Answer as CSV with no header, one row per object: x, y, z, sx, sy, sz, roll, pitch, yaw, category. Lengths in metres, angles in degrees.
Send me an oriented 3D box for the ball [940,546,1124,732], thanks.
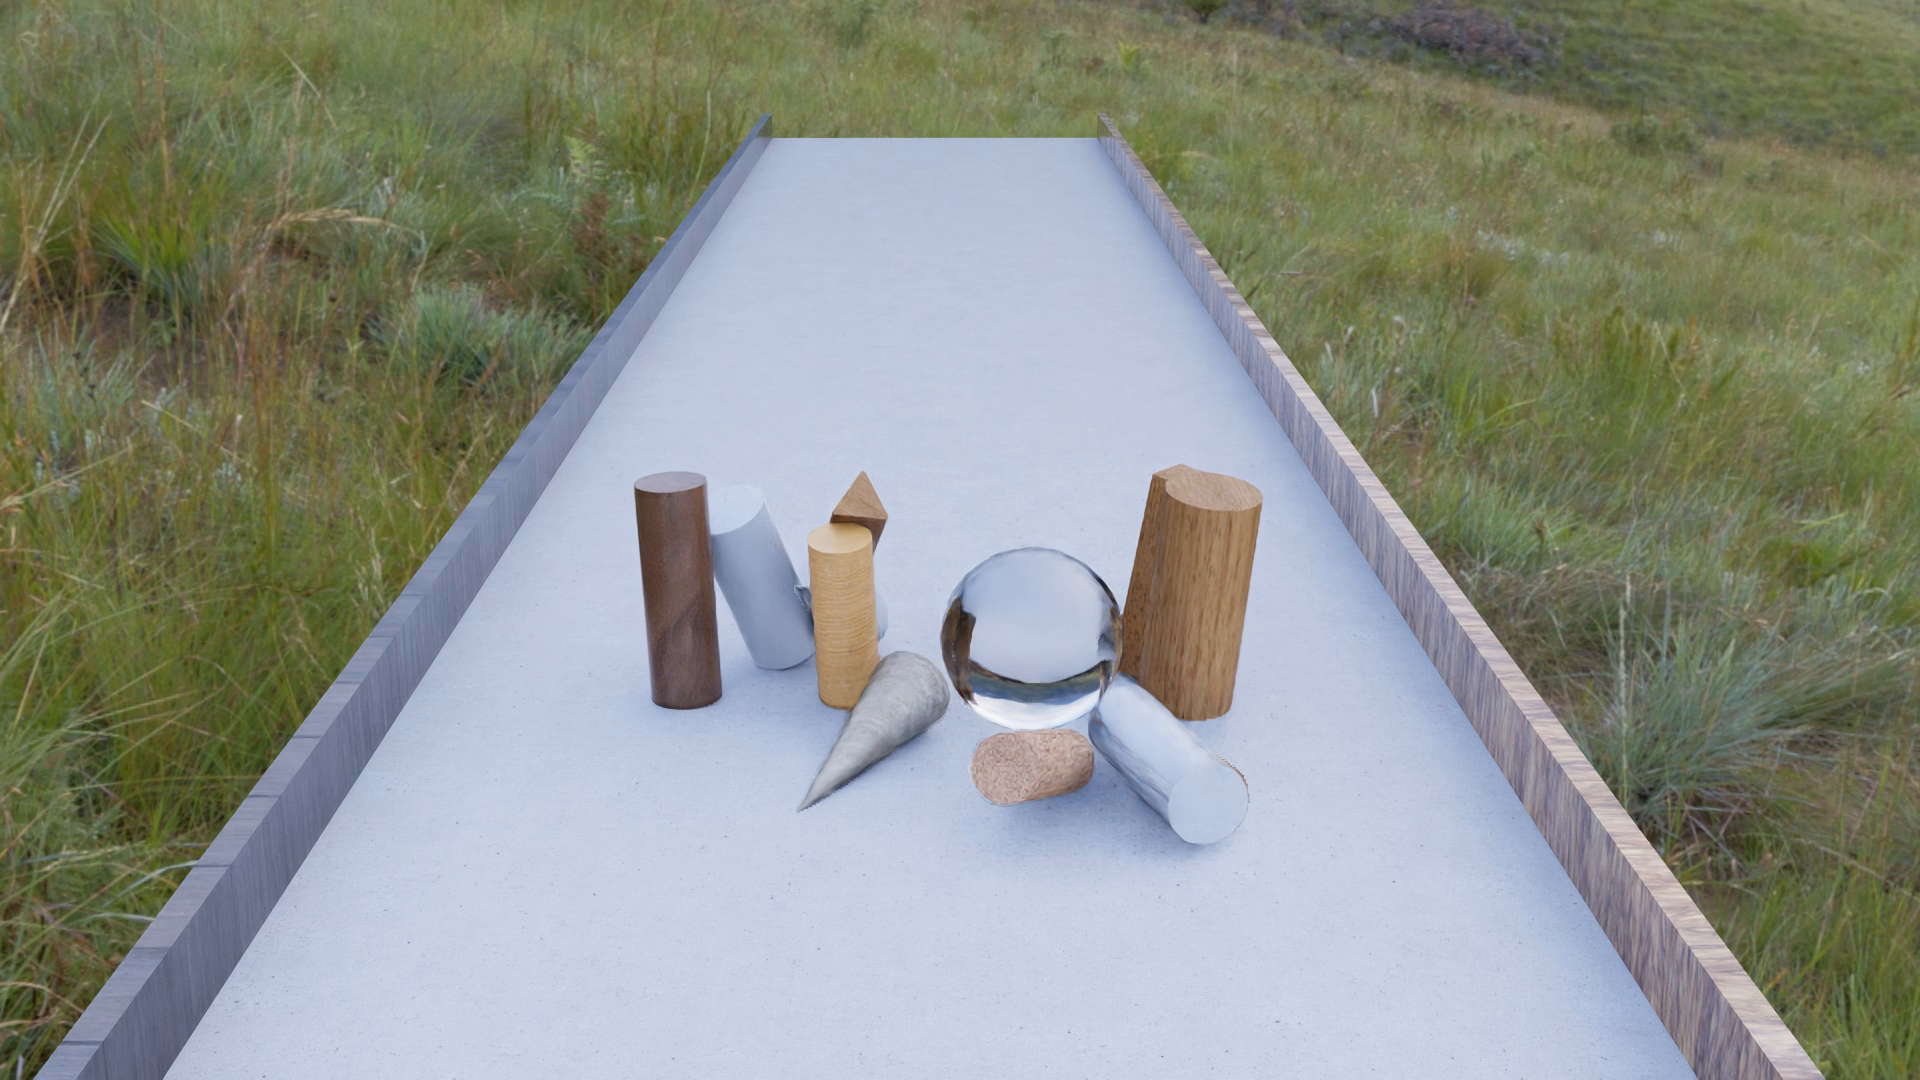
0.123,0.169,3.751,0.315,0.315,0.315,0,17,0,ball

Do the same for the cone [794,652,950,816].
-0.183,0.367,3.859,0.154,0.154,0.455,8,28,24,cone

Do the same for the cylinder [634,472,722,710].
-0.530,0.095,4.145,0.135,0.429,0.135,-2,18,1,cylinder

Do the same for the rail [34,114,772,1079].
-1.118,-0.838,7.780,0.050,0.150,12.000,0,17,-1,rail

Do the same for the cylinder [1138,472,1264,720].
0.444,0.105,4.086,0.179,0.426,0.179,4,24,-2,cylinder

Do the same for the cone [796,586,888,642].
-0.257,0.123,4.254,0.137,0.137,0.452,4,-8,12,cone

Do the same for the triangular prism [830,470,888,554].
-0.214,-0.022,4.273,0.101,0.087,0.447,5,-18,-7,triangular prism

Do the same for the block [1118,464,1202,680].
0.405,0.070,4.247,0.108,0.410,0.108,23,25,30,block

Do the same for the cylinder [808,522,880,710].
-0.215,0.144,4.114,0.119,0.340,0.119,-2,29,1,cylinder

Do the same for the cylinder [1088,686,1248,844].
0.342,0.370,3.681,0.136,0.136,0.374,-5,17,-16,cylinder

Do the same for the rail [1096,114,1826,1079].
0.932,-0.844,7.801,0.050,0.150,12.000,0,17,-1,rail

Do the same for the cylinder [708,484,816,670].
-0.397,0.075,4.305,0.150,0.352,0.150,-13,37,10,cylinder

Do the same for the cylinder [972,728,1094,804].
0.124,0.364,3.572,0.110,0.110,0.406,5,-2,16,cylinder
